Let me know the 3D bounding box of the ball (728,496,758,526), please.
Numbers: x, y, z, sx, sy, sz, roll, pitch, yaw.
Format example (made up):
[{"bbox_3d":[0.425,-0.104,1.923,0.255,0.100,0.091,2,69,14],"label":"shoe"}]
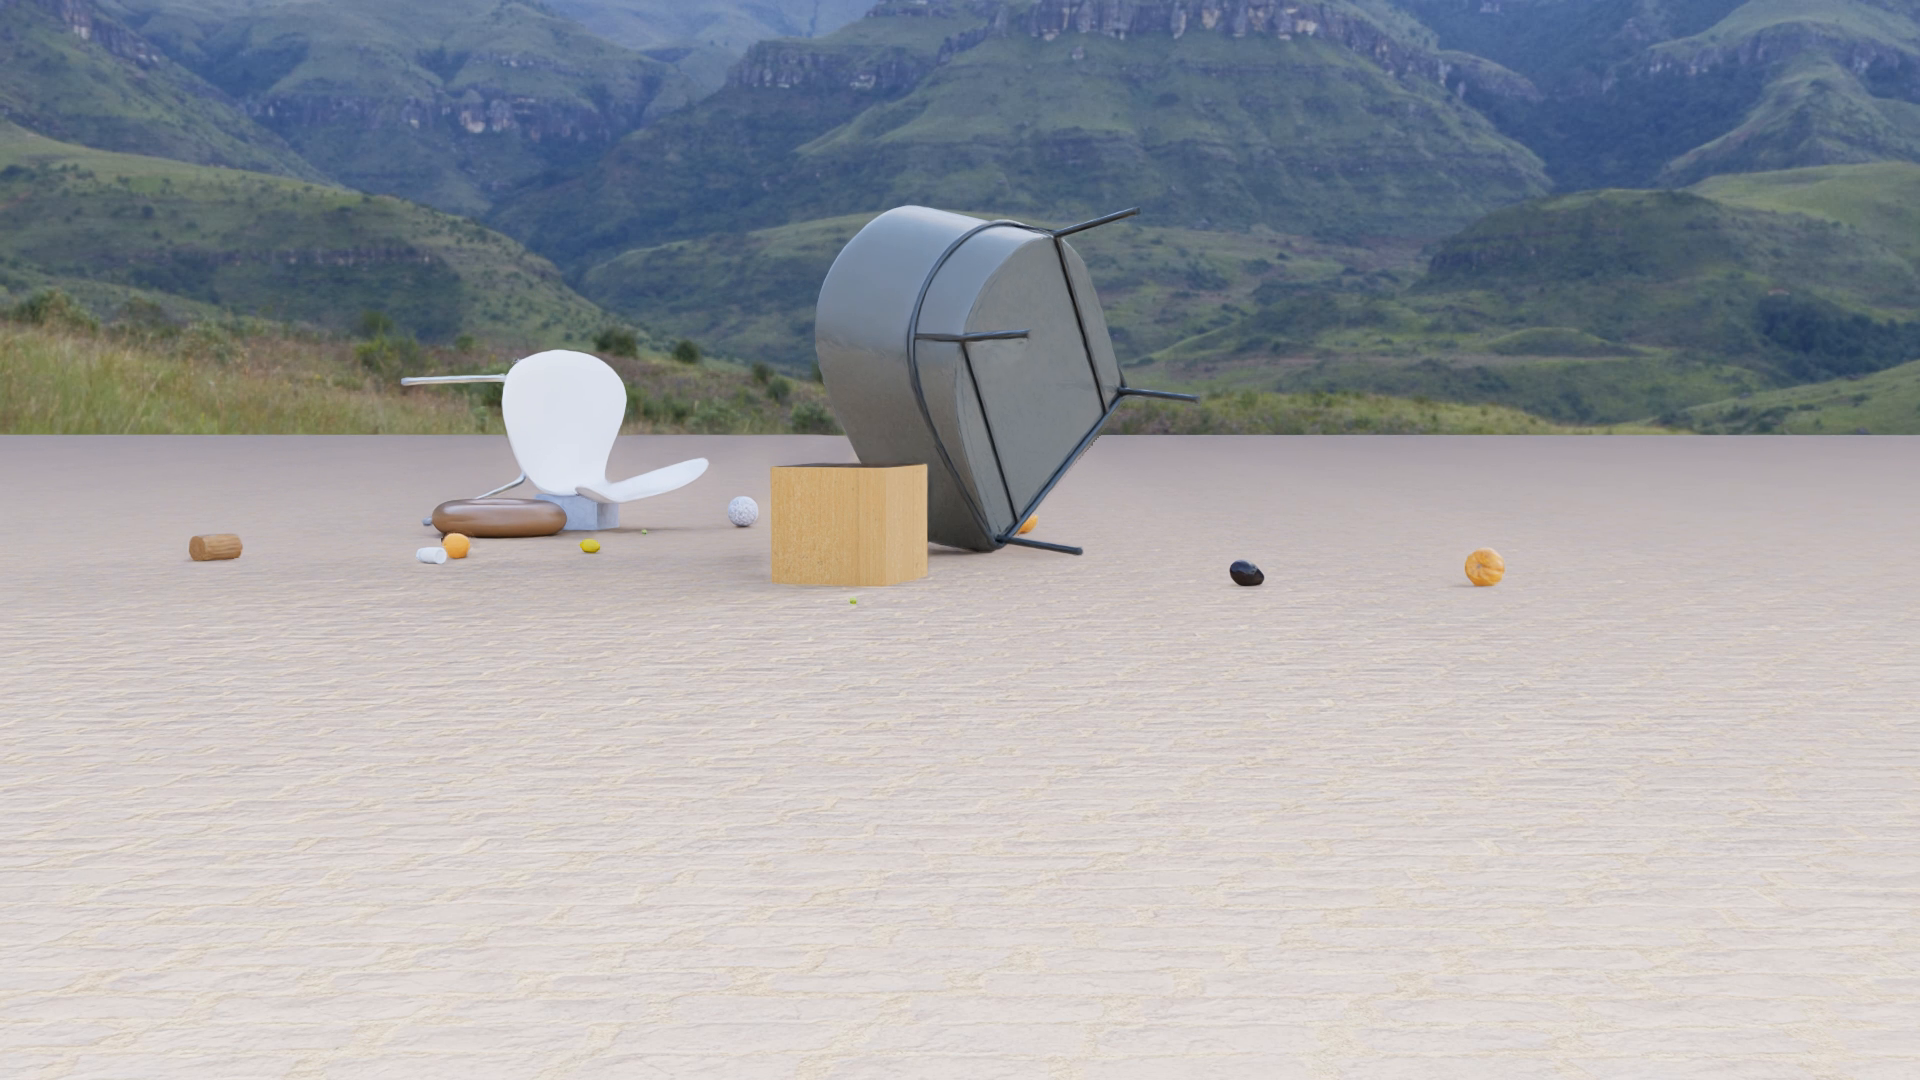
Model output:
[{"bbox_3d":[-0.706,-0.093,7.161,0.101,0.101,0.101,0,4,0],"label":"ball"}]

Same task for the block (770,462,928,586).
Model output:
[{"bbox_3d":[-0.258,-0.041,5.175,0.283,0.270,0.283,1,4,19],"label":"block"}]

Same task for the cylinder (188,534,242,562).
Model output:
[{"bbox_3d":[-1.956,0.019,5.777,0.074,0.068,0.112,21,15,32],"label":"cylinder"}]

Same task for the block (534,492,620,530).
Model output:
[{"bbox_3d":[-1.237,-0.095,7.107,0.213,0.112,0.173,1,4,15],"label":"block"}]

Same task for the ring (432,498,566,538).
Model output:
[{"bbox_3d":[-1.423,-0.068,6.792,0.441,0.105,0.373,3,6,31],"label":"ring"}]
